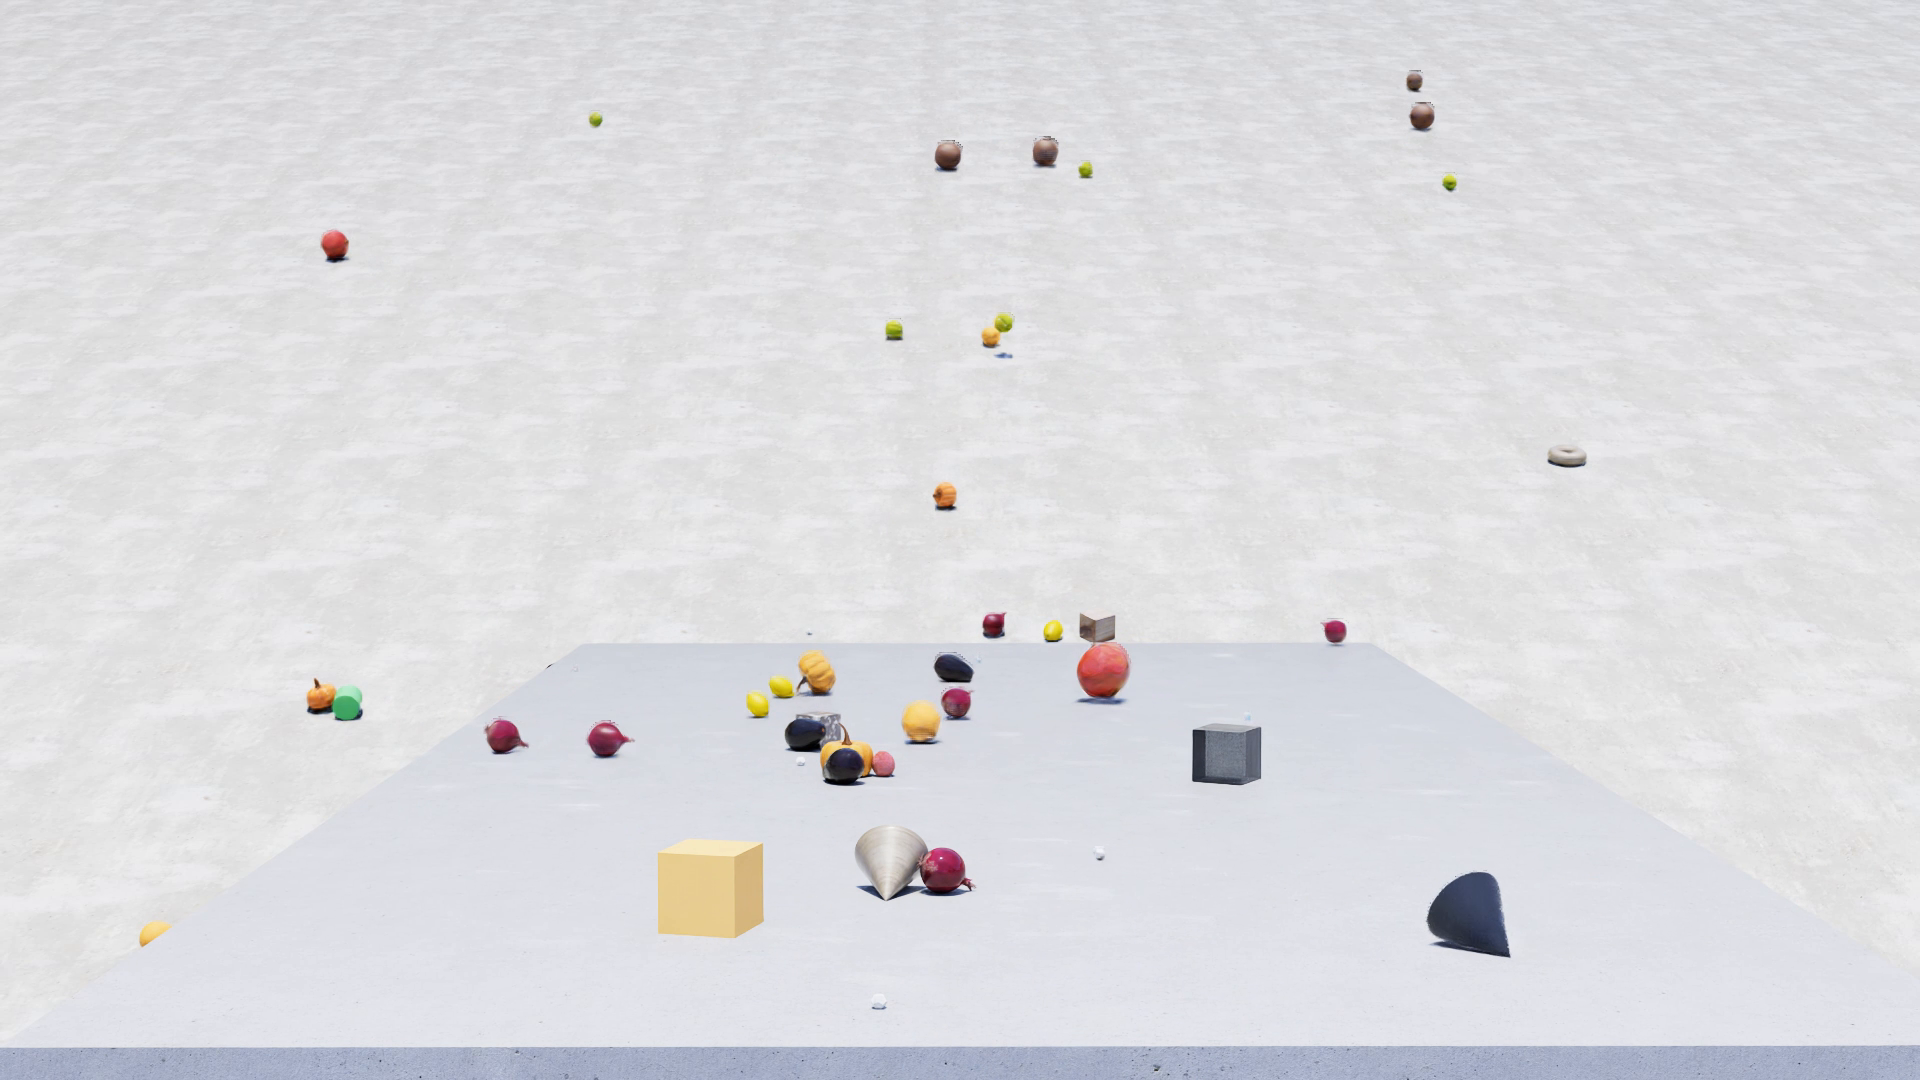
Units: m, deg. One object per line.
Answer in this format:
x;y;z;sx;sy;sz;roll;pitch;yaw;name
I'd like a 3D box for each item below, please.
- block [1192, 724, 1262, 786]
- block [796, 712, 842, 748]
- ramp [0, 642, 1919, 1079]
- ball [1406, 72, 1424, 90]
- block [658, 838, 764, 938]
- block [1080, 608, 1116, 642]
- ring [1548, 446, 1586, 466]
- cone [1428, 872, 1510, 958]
0.441;0.354;4.244;0.087;0.087;0.087;2;4;28;block
-0.257;0.344;4.654;0.058;0.058;0.058;3;4;38;block
0.048;0.430;4.533;2.000;0.100;4.000;0;3;0;ramp
2.506;-2.528;14.165;0.097;0.097;0.097;0;20;0;ball
-0.299;0.418;3.087;0.097;0.097;0.097;1;4;16;block
0.364;0.227;6.798;0.067;0.067;0.067;-14;25;-34;block
1.932;-0.269;8.170;0.123;0.041;0.123;1;21;0;ring
0.607;0.451;2.961;0.098;0.098;0.098;-9;33;-22;cone
